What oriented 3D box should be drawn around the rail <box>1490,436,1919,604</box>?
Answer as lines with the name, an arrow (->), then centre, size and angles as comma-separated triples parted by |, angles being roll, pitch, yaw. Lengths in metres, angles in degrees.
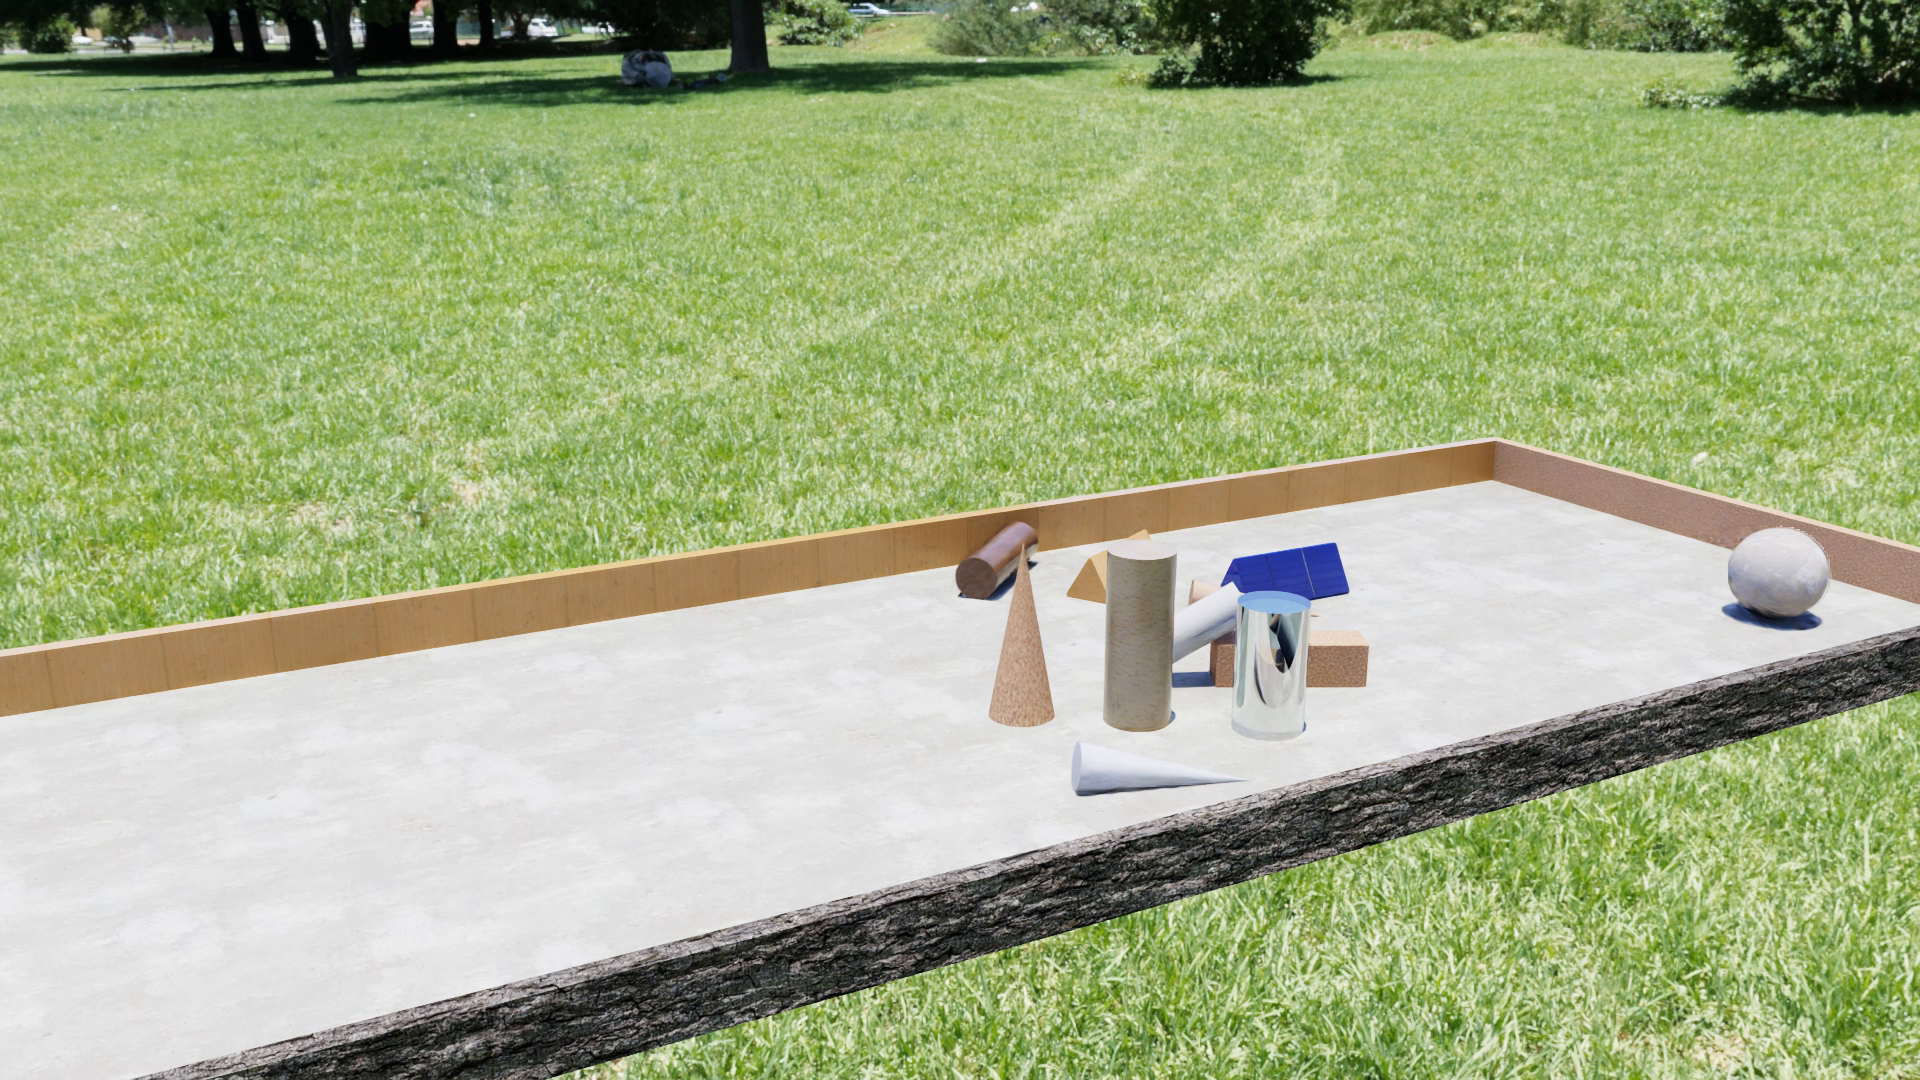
rail -> 2.466, -0.048, 5.253 | 0.050, 0.150, 2.100 | -9, 18, -27

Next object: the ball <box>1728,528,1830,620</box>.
ball -> 2.274, 0.093, 4.589 | 0.255, 0.255, 0.255 | 0, 16, 0

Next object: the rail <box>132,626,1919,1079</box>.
rail -> -2.336, 1.006, 1.665 | 12.000, 0.150, 0.050 | -9, 18, -27

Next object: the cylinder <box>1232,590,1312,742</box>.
cylinder -> 0.719, 0.290, 3.820 | 0.167, 0.309, 0.167 | 0, 16, 0

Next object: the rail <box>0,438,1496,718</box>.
rail -> -3.305, 0.497, 3.399 | 12.000, 0.150, 0.050 | -9, 18, -27

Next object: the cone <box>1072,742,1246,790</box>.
cone -> 0.441, 0.502, 3.554 | 0.389, 0.104, 0.104 | 6, 16, -7

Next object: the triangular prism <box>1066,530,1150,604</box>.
triangular prism -> 0.467, 0.070, 4.882 | 0.145, 0.125, 0.355 | 11, 19, 31

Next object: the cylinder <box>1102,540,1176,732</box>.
cylinder -> 0.419, 0.223, 3.851 | 0.160, 0.419, 0.160 | 0, 16, 0

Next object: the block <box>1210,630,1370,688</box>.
block -> 0.823, 0.298, 4.142 | 0.374, 0.112, 0.112 | 0, 16, 0

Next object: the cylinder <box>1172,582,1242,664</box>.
cylinder -> 0.559, 0.232, 4.110 | 0.332, 0.107, 0.107 | -30, 16, 5

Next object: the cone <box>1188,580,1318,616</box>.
cone -> 0.834, 0.186, 4.632 | 0.373, 0.100, 0.100 | 9, 17, 2

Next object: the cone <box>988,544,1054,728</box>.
cone -> 0.147, 0.210, 3.878 | 0.159, 0.430, 0.159 | 0, 16, 0

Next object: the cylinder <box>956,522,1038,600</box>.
cylinder -> 0.114, 0.058, 4.936 | 0.126, 0.126, 0.408 | 6, 17, 19

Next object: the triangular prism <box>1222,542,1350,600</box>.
triangular prism -> 0.942, 0.093, 4.788 | 0.363, 0.133, 0.154 | -8, 18, -26
